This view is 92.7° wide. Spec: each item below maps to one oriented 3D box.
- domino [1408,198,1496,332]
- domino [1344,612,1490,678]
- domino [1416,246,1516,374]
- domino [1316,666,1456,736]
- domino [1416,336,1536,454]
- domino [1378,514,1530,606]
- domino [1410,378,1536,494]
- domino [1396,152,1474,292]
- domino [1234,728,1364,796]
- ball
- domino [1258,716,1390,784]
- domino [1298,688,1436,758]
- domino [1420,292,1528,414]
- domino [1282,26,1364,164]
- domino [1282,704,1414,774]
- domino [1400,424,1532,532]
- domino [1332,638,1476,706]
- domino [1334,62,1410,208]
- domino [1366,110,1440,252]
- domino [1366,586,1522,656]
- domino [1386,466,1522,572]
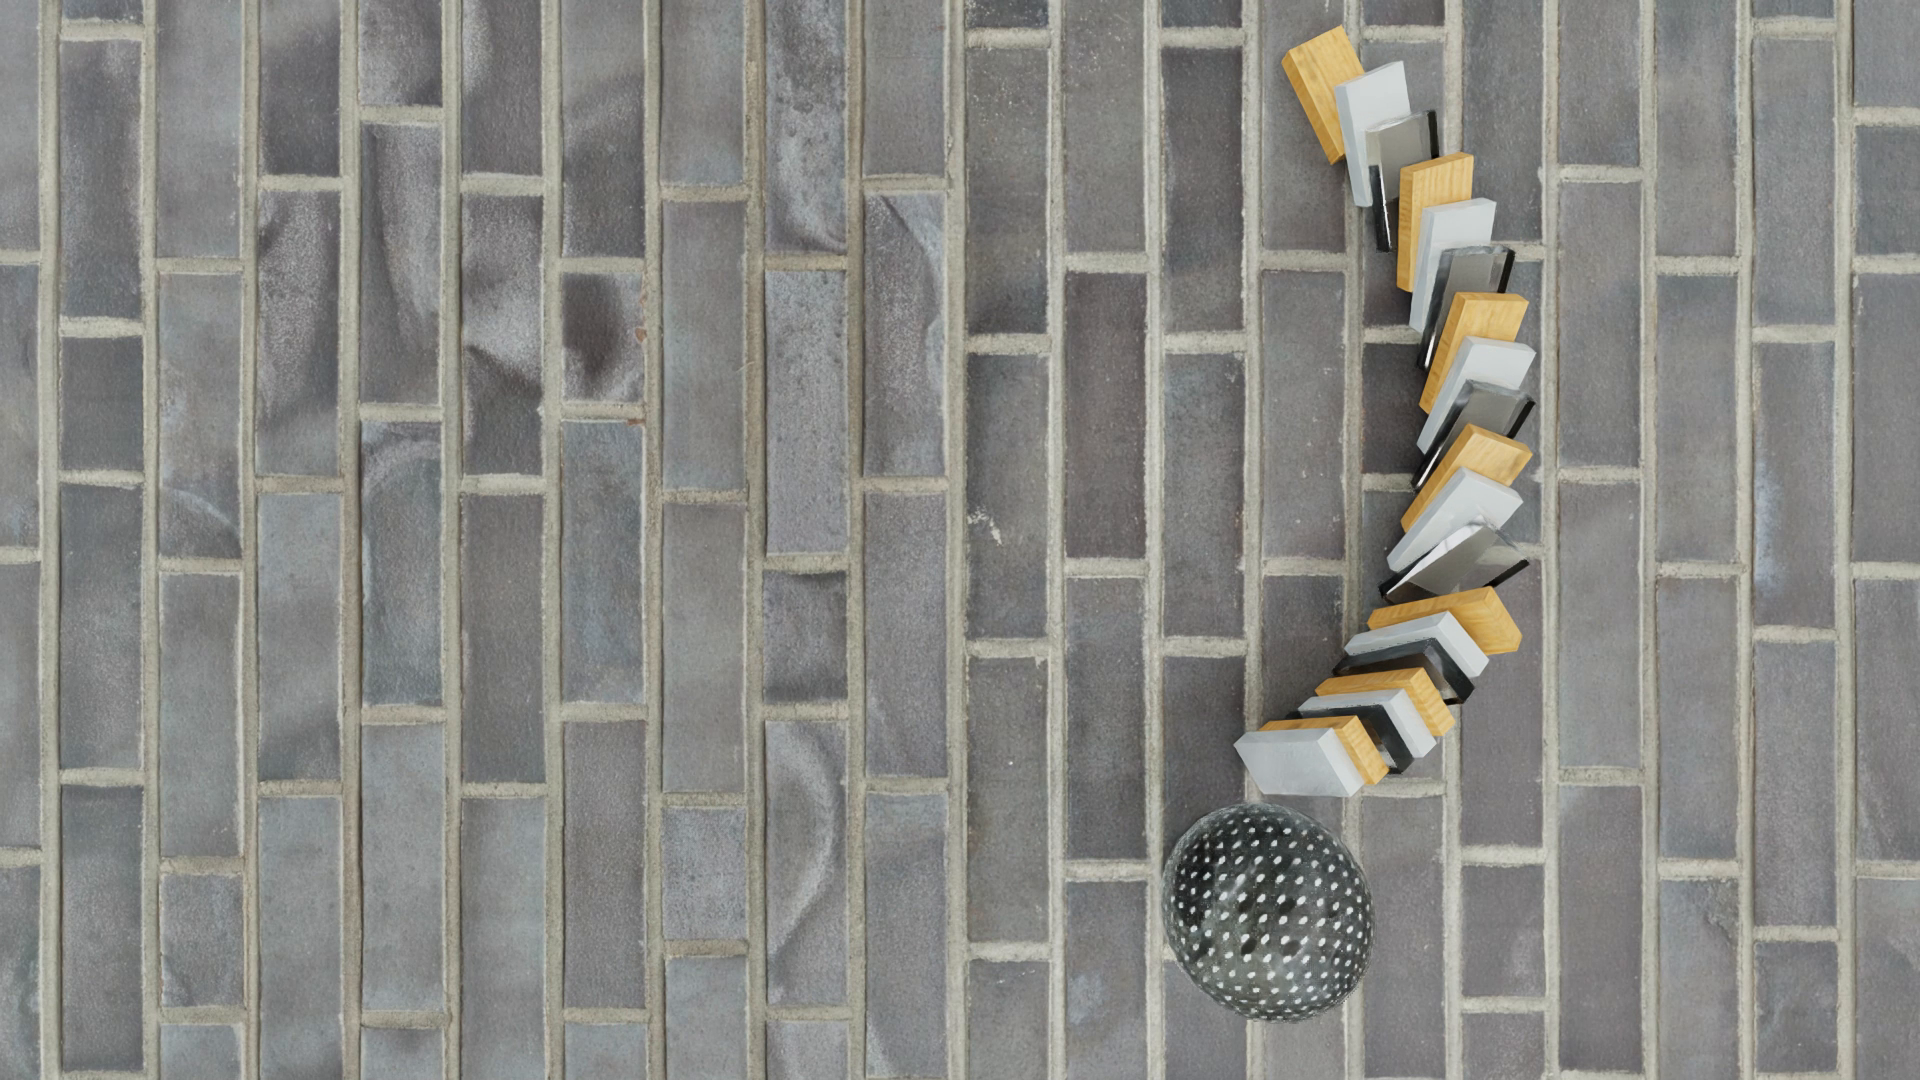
[{"bbox_3d":[0.205,-0.114,0.383,0.025,0.009,0.050,-10,122,0],"label":"domino"},{"bbox_3d":[0.186,0.047,0.375,0.009,0.050,0.025,-40,90,-26],"label":"domino"},{"bbox_3d":[0.210,-0.095,0.383,0.025,0.010,0.050,-4,123,0],"label":"domino"},{"bbox_3d":[0.173,0.068,0.376,0.010,0.050,0.025,-31,90,-26],"label":"domino"},{"bbox_3d":[0.214,-0.058,0.382,0.025,0.009,0.050,8,123,0],"label":"domino"},{"bbox_3d":[0.205,0.015,0.382,0.025,0.009,0.050,40,122,-7],"label":"domino"},{"bbox_3d":[0.213,-0.040,0.382,0.025,0.009,0.050,13,123,0],"label":"domino"},{"bbox_3d":[0.198,-0.132,0.383,0.025,0.010,0.050,-16,122,0],"label":"domino"},{"bbox_3d":[0.137,0.091,0.376,0.010,0.050,0.025,-31,90,-26],"label":"domino"},{"bbox_3d":[0.119,0.144,0.360,0.080,0.080,0.080,0,90,0],"label":"ball"},{"bbox_3d":[0.147,0.086,0.376,0.009,0.050,0.025,-31,90,-26],"label":"domino"},{"bbox_3d":[0.165,0.076,0.376,0.009,0.050,0.025,-31,90,-26],"label":"domino"},{"bbox_3d":[0.213,-0.077,0.382,0.025,0.010,0.050,2,124,0],"label":"domino"},{"bbox_3d":[0.162,-0.192,0.395,0.025,0.010,0.050,-26,90,0],"label":"domino"},{"bbox_3d":[0.157,0.082,0.375,0.009,0.050,0.025,-31,90,-26],"label":"domino"},{"bbox_3d":[0.210,-0.021,0.382,0.025,0.010,0.050,20,123,0],"label":"domino"},{"bbox_3d":[0.180,0.057,0.376,0.009,0.050,0.025,-39,90,-26],"label":"domino"},{"bbox_3d":[0.176,-0.170,0.385,0.025,0.010,0.050,-23,115,0],"label":"domino"},{"bbox_3d":[0.187,-0.150,0.385,0.025,0.009,0.050,-20,116,0],"label":"domino"},{"bbox_3d":[0.197,0.037,0.375,0.009,0.050,0.025,-43,101,-36],"label":"domino"},{"bbox_3d":[0.205,-0.004,0.382,0.025,0.009,0.050,24,123,0],"label":"domino"}]
